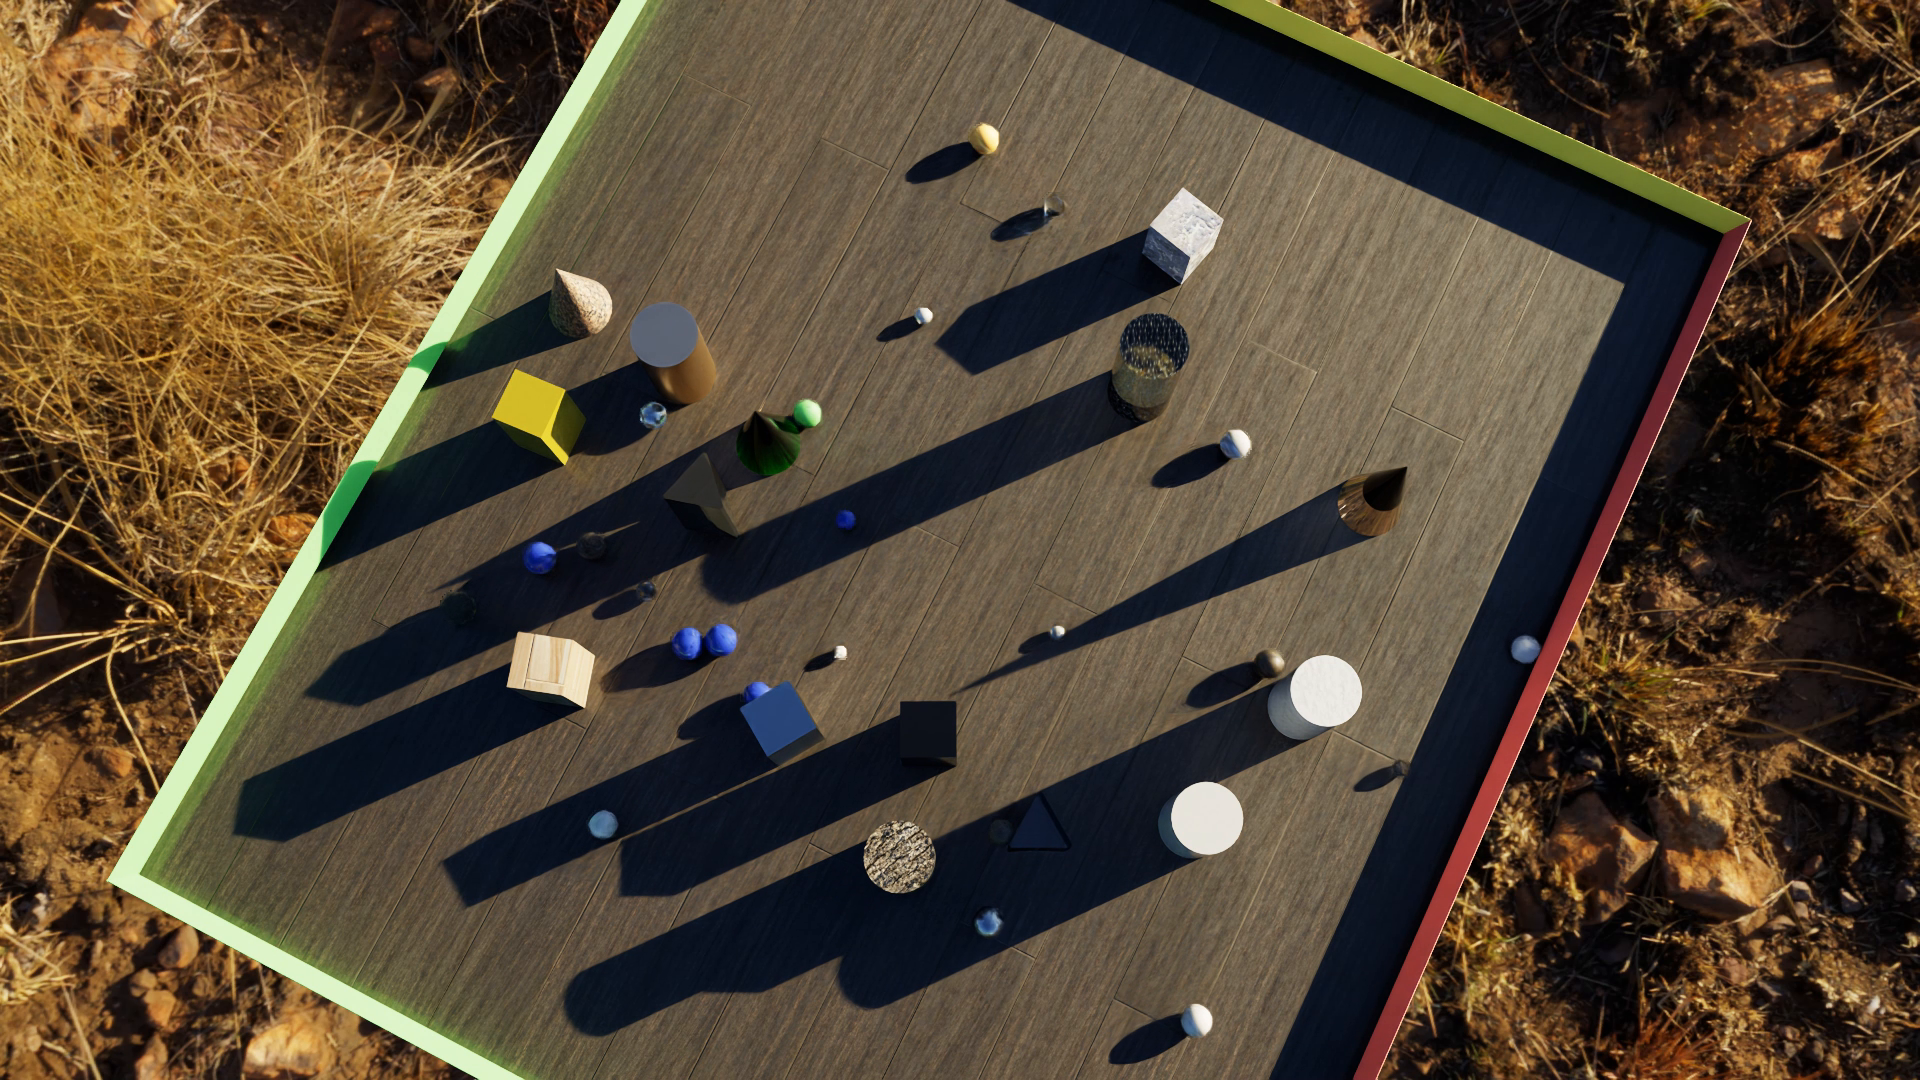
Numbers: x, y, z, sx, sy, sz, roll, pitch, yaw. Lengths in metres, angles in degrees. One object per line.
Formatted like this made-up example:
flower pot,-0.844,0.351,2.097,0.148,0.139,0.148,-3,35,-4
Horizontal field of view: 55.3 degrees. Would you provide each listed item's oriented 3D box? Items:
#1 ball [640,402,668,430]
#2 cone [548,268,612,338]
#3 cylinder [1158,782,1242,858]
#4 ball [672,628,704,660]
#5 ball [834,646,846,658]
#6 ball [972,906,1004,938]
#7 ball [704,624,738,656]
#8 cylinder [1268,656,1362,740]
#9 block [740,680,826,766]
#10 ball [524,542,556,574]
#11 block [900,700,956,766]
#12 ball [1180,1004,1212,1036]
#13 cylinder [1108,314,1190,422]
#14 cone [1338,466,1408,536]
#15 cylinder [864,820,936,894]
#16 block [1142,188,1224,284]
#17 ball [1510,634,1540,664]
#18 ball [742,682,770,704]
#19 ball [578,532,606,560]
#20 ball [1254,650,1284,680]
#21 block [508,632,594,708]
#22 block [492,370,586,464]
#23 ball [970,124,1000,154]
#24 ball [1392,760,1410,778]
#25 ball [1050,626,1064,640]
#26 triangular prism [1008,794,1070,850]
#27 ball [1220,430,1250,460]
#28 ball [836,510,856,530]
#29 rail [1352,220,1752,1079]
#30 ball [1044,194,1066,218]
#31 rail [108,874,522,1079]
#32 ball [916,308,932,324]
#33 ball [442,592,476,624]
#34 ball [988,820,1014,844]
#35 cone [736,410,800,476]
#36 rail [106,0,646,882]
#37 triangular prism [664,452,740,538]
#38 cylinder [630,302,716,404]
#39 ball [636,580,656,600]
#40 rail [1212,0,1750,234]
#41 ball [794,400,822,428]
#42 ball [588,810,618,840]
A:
ball,-0.946,-0.384,5.653,0.084,0.084,0.084,0,78,0
cone,-1.195,-0.766,5.593,0.200,0.357,0.200,0,78,0
cylinder,0.688,0.809,5.271,0.200,0.348,0.200,0,78,0
ball,-0.816,0.313,5.502,0.098,0.098,0.098,0,78,0
ball,-0.362,0.338,5.526,0.041,0.041,0.041,0,78,0
ball,0.083,1.113,5.338,0.094,0.094,0.094,0,78,0
ball,-0.718,0.302,5.504,0.098,0.098,0.098,0,78,0
cylinder,1.025,0.462,5.321,0.200,0.392,0.200,0,78,0
block,-0.514,0.536,5.335,0.160,0.334,0.160,-30,80,-6
ball,-1.274,0.056,5.555,0.098,0.098,0.098,0,78,0
block,-0.090,0.567,5.343,0.160,0.306,0.160,0,78,0
ball,0.682,1.385,5.284,0.091,0.091,0.091,0,78,0
cylinder,0.559,-0.510,5.487,0.200,0.460,0.200,0,78,0
cone,1.262,-0.159,5.403,0.200,0.482,0.200,0,78,0
cylinder,-0.169,0.915,5.261,0.200,0.325,0.200,0,78,0
block,0.689,-0.941,5.688,0.160,0.242,0.160,40,81,8
ball,1.699,0.328,5.505,0.086,0.086,0.086,0,78,0
ball,-0.604,0.468,5.474,0.089,0.089,0.089,0,78,0
ball,-1.120,0.019,5.571,0.082,0.082,0.082,0,78,0
ball,0.926,0.372,5.494,0.089,0.089,0.089,0,78,0
block,-1.196,0.384,5.373,0.160,0.321,0.160,8,78,2
block,-1.264,-0.367,5.526,0.160,0.327,0.160,22,79,5
ball,0.079,-1.275,5.834,0.091,0.091,0.091,0,78,0
ball,1.312,0.680,5.451,0.049,0.049,0.049,0,78,0
ball,0.294,0.280,5.536,0.044,0.044,0.044,0,78,0
triangular prism,0.225,0.814,5.282,0.173,0.325,0.150,0,78,0
ball,0.845,-0.294,5.631,0.091,0.091,0.091,0,78,0
ball,-0.347,-0.060,5.598,0.061,0.061,0.061,0,78,0
rail,1.543,0.762,5.391,0.045,0.130,4.007,26,80,5
ball,0.300,-1.056,5.798,0.074,0.074,0.074,0,78,0
rail,-0.885,1.741,5.189,3.498,0.130,0.045,26,80,5
ball,-0.114,-0.700,5.734,0.054,0.054,0.054,0,78,0
ball,-1.510,0.204,5.523,0.100,0.100,0.100,0,78,0
ball,0.121,0.860,5.400,0.074,0.074,0.074,0,78,0
cone,-0.593,-0.336,5.492,0.200,0.379,0.200,0,78,0
rail,-1.543,-0.749,5.704,0.045,0.130,4.007,26,80,5
triangular prism,-0.745,-0.136,5.433,0.173,0.415,0.150,11,79,2
cylinder,-0.862,-0.559,5.531,0.200,0.395,0.200,0,78,0
ball,-0.949,0.152,5.554,0.061,0.061,0.061,0,78,0
rail,0.885,-1.727,5.907,3.498,0.130,0.045,26,80,5
ball,-0.471,-0.387,5.653,0.086,0.086,0.086,0,78,0
ball,-1.051,0.840,5.400,0.084,0.084,0.084,0,78,0
